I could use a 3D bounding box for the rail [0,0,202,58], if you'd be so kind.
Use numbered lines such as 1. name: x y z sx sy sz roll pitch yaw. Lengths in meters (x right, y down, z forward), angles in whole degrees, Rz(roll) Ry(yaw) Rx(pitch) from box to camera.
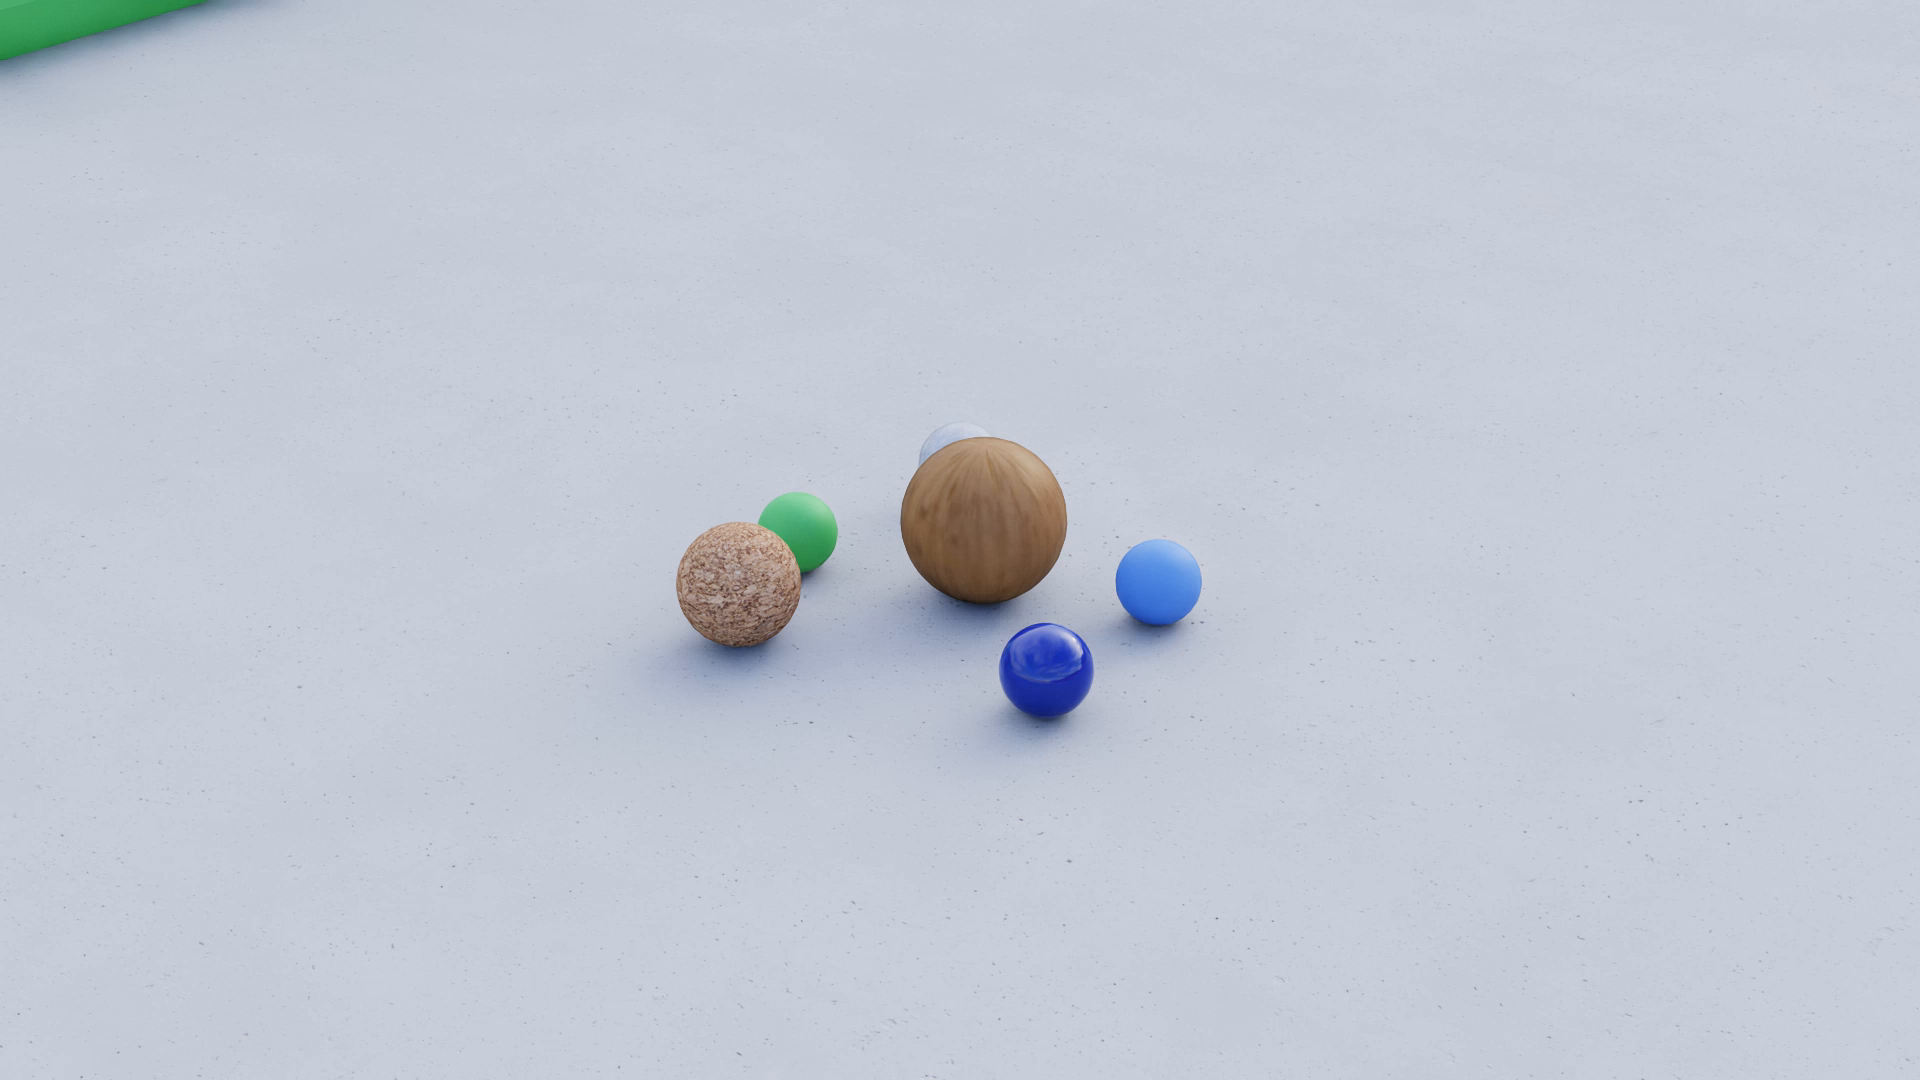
1. rail: -0.279 -0.779 3.124 0.045 0.124 4.401 20 34 34

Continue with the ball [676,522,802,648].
1. ball: -0.123 0.025 1.634 0.070 0.070 0.070 0 27 0

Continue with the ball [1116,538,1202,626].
1. ball: 0.112 0.024 1.658 0.049 0.049 0.049 0 27 0

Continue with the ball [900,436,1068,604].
1. ball: 0.014 -0.011 1.675 0.095 0.095 0.095 0 27 0

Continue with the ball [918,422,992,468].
1. ball: 0.000 -0.046 1.791 0.052 0.052 0.052 0 27 0

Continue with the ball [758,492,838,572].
1. ball: -0.095 -0.004 1.714 0.047 0.047 0.047 0 27 0

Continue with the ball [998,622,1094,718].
1. ball: 0.046 0.070 1.567 0.051 0.051 0.051 0 27 0
